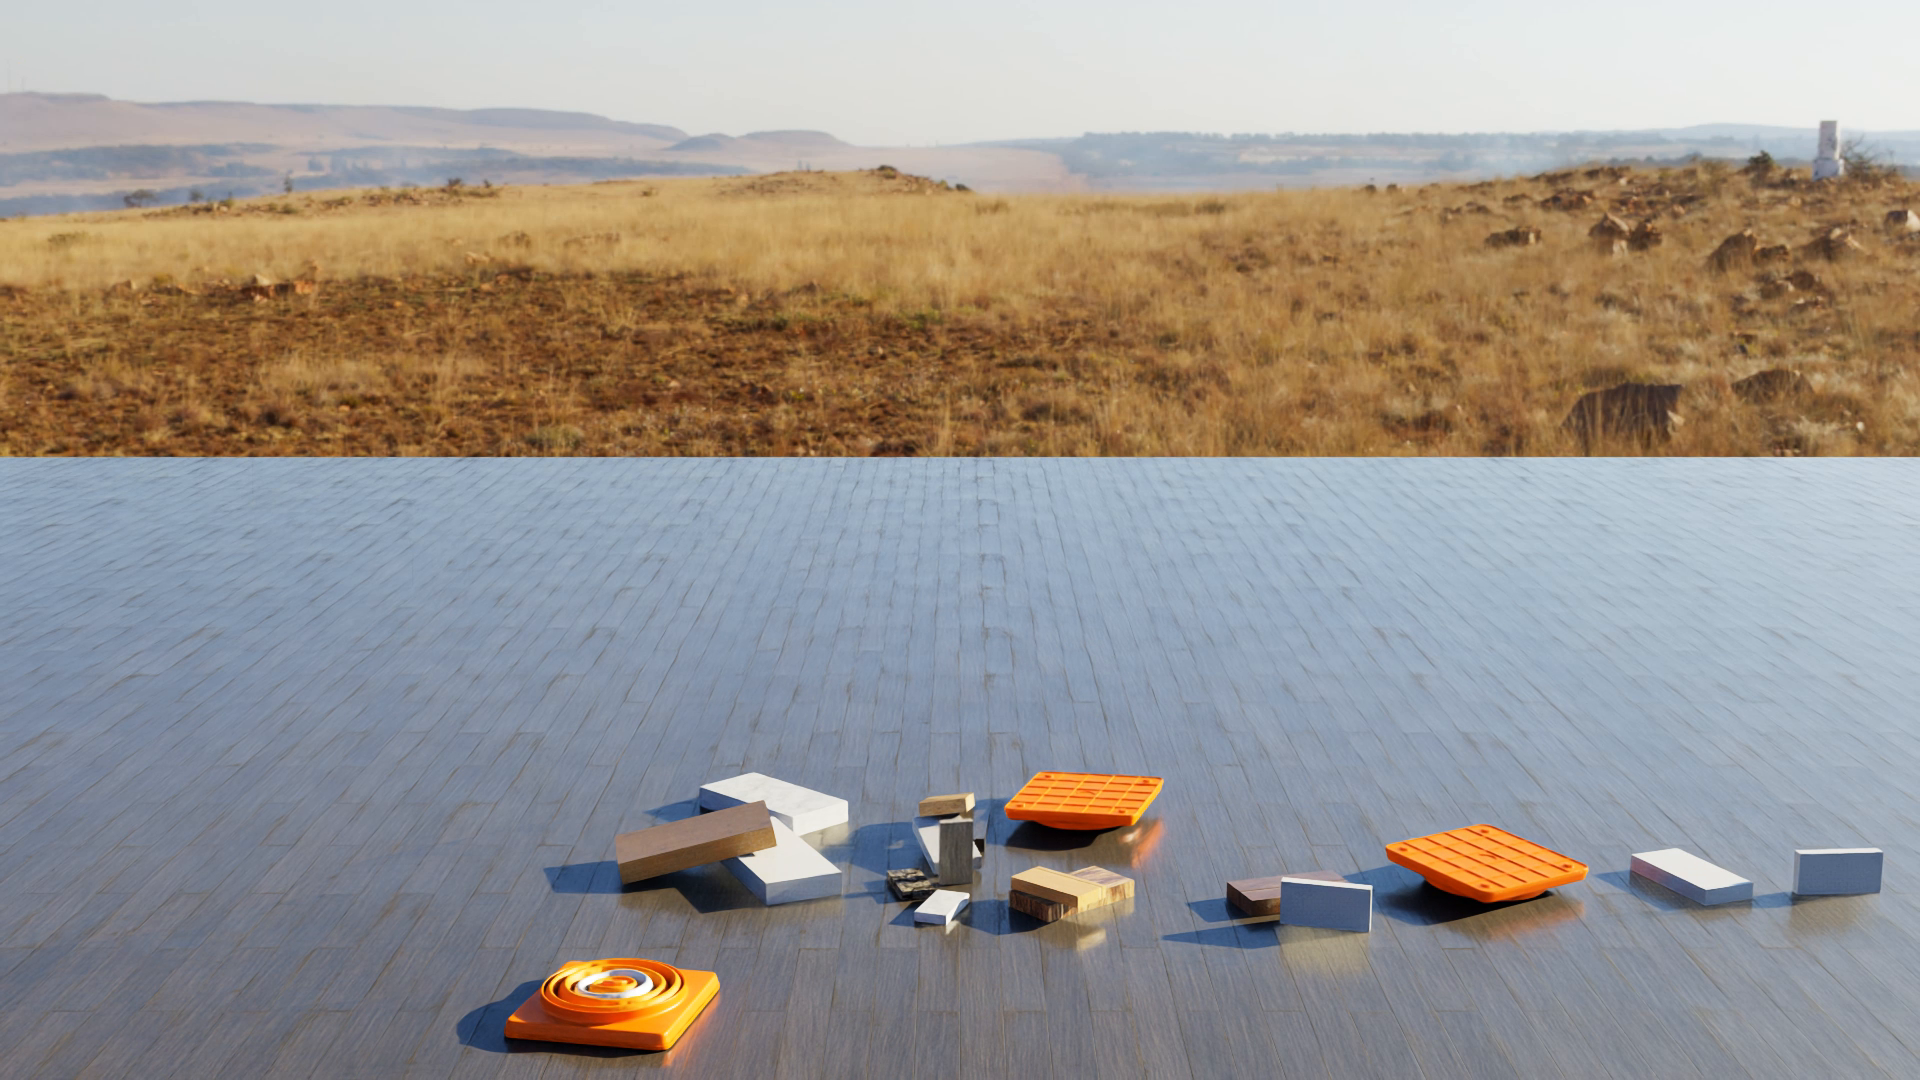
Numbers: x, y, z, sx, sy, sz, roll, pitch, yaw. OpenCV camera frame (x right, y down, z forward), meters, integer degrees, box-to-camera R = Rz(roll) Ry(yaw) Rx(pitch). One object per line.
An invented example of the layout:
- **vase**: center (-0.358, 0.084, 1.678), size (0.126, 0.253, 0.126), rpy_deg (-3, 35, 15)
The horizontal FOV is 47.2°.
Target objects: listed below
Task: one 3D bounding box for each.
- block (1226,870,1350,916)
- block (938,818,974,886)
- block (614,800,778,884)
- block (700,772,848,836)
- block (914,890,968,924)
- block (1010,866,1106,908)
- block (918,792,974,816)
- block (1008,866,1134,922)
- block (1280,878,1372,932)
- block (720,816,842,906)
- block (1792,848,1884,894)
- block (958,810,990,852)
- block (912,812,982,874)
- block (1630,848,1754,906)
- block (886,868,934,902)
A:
- **block**: center (0.549, 0.583, 3.632), size (0.193, 0.027, 0.096), rpy_deg (-3, 11, -18)
- **block**: center (-0.007, 0.526, 3.709), size (0.055, 0.111, 0.016), rpy_deg (-2, 13, -11)
- **block**: center (-0.457, 0.519, 3.791), size (0.267, 0.038, 0.134), rpy_deg (-13, 15, -8)
- **block**: center (-0.349, 0.491, 4.097), size (0.267, 0.038, 0.134), rpy_deg (10, 15, 44)
- **block**: center (-0.030, 0.598, 3.583), size (0.055, 0.016, 0.111), rpy_deg (4, 11, 19)
- **block**: center (0.160, 0.566, 3.591), size (0.142, 0.020, 0.071), rpy_deg (9, 14, 41)
- **block**: center (-0.023, 0.478, 3.978), size (0.084, 0.024, 0.168), rpy_deg (-7, -4, 5)
- **block**: center (0.185, 0.583, 3.631), size (0.193, 0.027, 0.096), rpy_deg (-9, 14, -39)
- **block**: center (0.585, 0.583, 3.514), size (0.142, 0.071, 0.020), rpy_deg (3, 11, 16)
- **block**: center (-0.326, 0.549, 3.786), size (0.134, 0.038, 0.333), rpy_deg (-5, 12, -24)
- **block**: center (1.465, 0.553, 3.671), size (0.142, 0.071, 0.020), rpy_deg (-1, 11, -4)
- **block**: center (0.007, 0.523, 3.965), size (0.084, 0.024, 0.168), rpy_deg (1, 11, 4)
- **block**: center (-0.024, 0.529, 3.842), size (0.084, 0.024, 0.168), rpy_deg (-6, 21, -13)
- **block**: center (1.234, 0.568, 3.714), size (0.096, 0.027, 0.193), rpy_deg (-4, 11, -21)
- **block**: center (-0.083, 0.578, 3.691), size (0.055, 0.016, 0.111), rpy_deg (-3, 11, -15)
